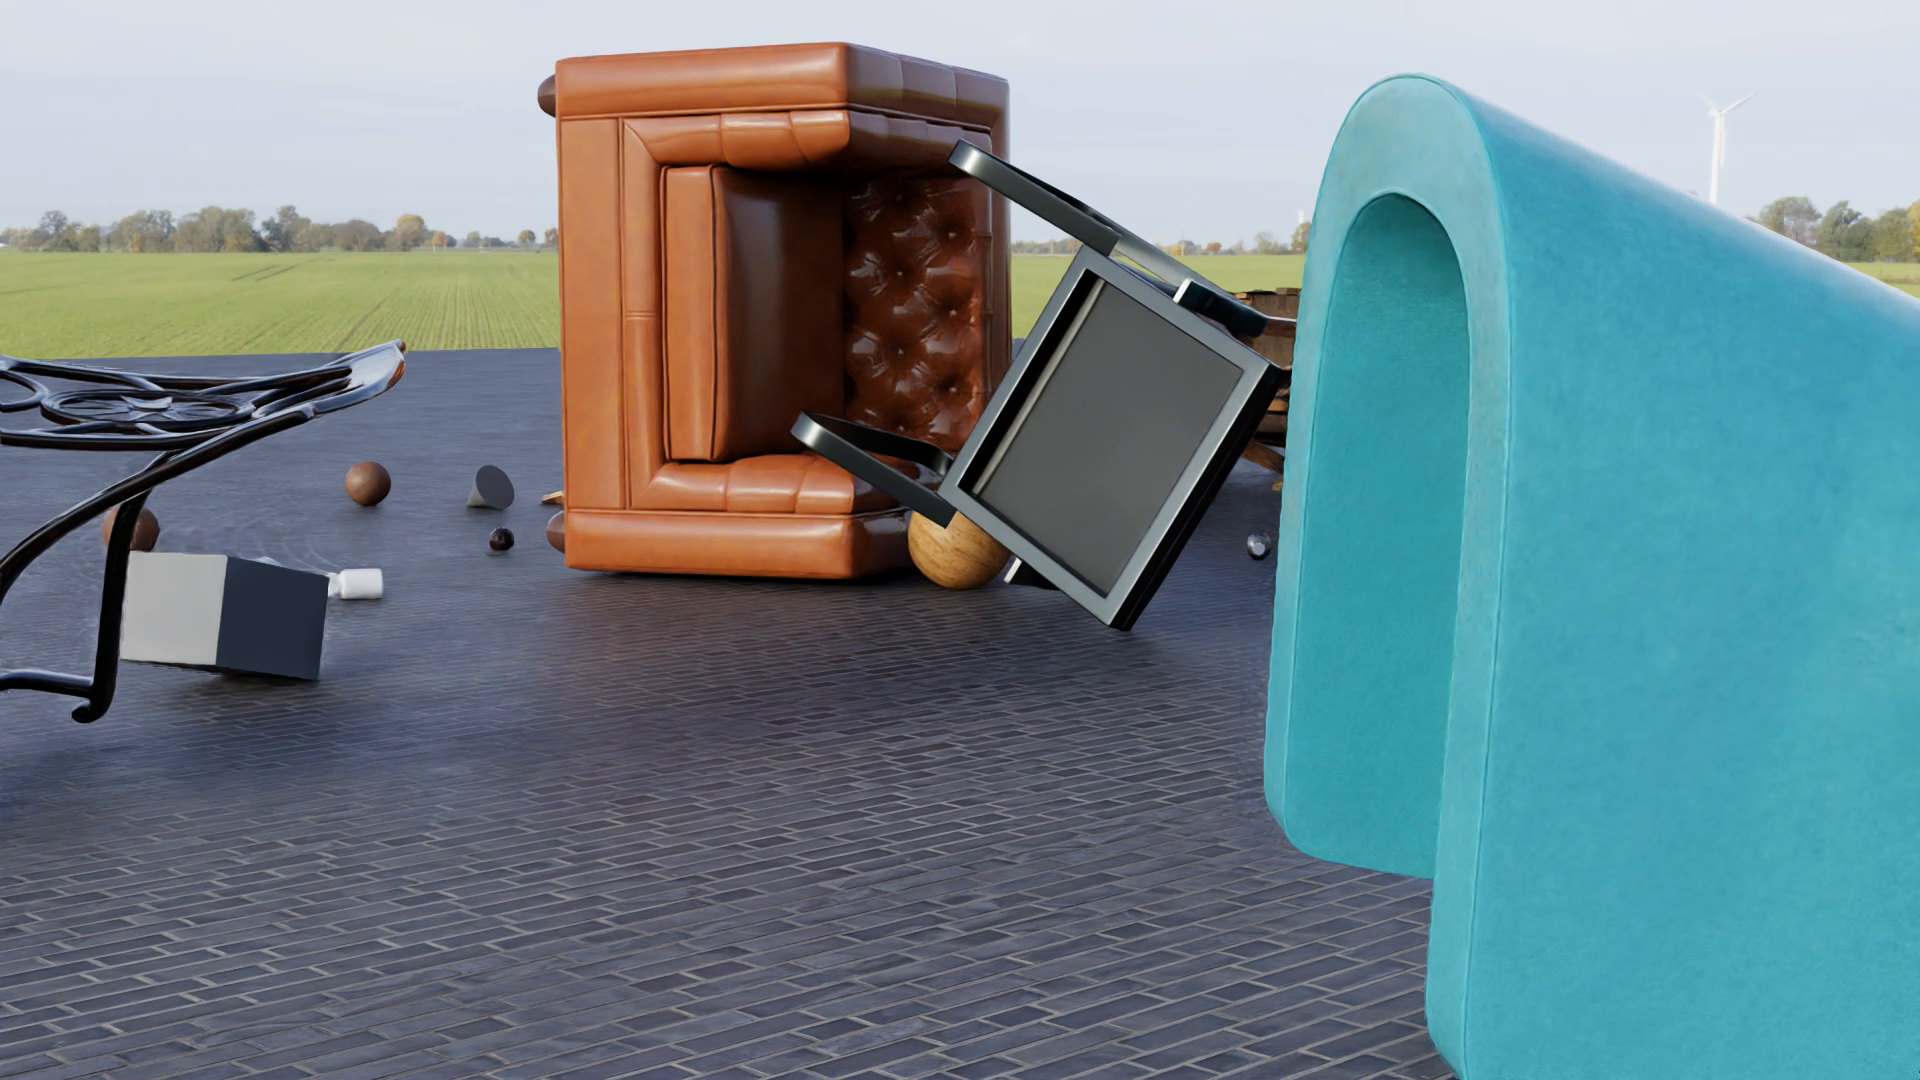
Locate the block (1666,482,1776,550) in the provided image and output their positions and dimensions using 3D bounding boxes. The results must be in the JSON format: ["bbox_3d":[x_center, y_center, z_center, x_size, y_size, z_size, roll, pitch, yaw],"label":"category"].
[{"bbox_3d":[1.852,-0.058,6.245,0.224,0.150,0.119,-2,6,-17],"label":"block"}]

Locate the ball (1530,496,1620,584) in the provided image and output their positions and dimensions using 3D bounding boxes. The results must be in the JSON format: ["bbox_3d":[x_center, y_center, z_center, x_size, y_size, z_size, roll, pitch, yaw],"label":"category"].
[{"bbox_3d":[1.319,0.000,5.505,0.185,0.185,0.185,0,6,0],"label":"ball"}]

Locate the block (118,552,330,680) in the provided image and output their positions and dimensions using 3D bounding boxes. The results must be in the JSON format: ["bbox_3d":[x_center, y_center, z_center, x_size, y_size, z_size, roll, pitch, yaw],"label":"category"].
[{"bbox_3d":[-1.175,0.123,4.107,0.185,0.170,0.271,2,-7,21],"label":"block"}]

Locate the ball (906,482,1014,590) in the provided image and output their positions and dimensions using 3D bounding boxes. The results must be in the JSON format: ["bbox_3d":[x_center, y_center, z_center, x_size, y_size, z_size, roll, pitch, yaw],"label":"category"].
[{"bbox_3d":[0.000,-0.008,5.396,0.225,0.225,0.225,0,6,0],"label":"ball"}]

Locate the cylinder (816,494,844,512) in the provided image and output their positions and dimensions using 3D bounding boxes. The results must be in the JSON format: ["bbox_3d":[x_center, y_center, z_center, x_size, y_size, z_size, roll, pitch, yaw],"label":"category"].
[{"bbox_3d":[-0.360,-0.102,7.134,0.056,0.047,0.091,2,-15,15],"label":"cylinder"}]

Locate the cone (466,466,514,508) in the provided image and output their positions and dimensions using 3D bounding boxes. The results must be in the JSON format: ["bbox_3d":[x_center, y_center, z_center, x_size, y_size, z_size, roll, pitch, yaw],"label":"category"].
[{"bbox_3d":[-1.367,-0.124,7.315,0.140,0.136,0.131,-28,16,36],"label":"cone"}]
